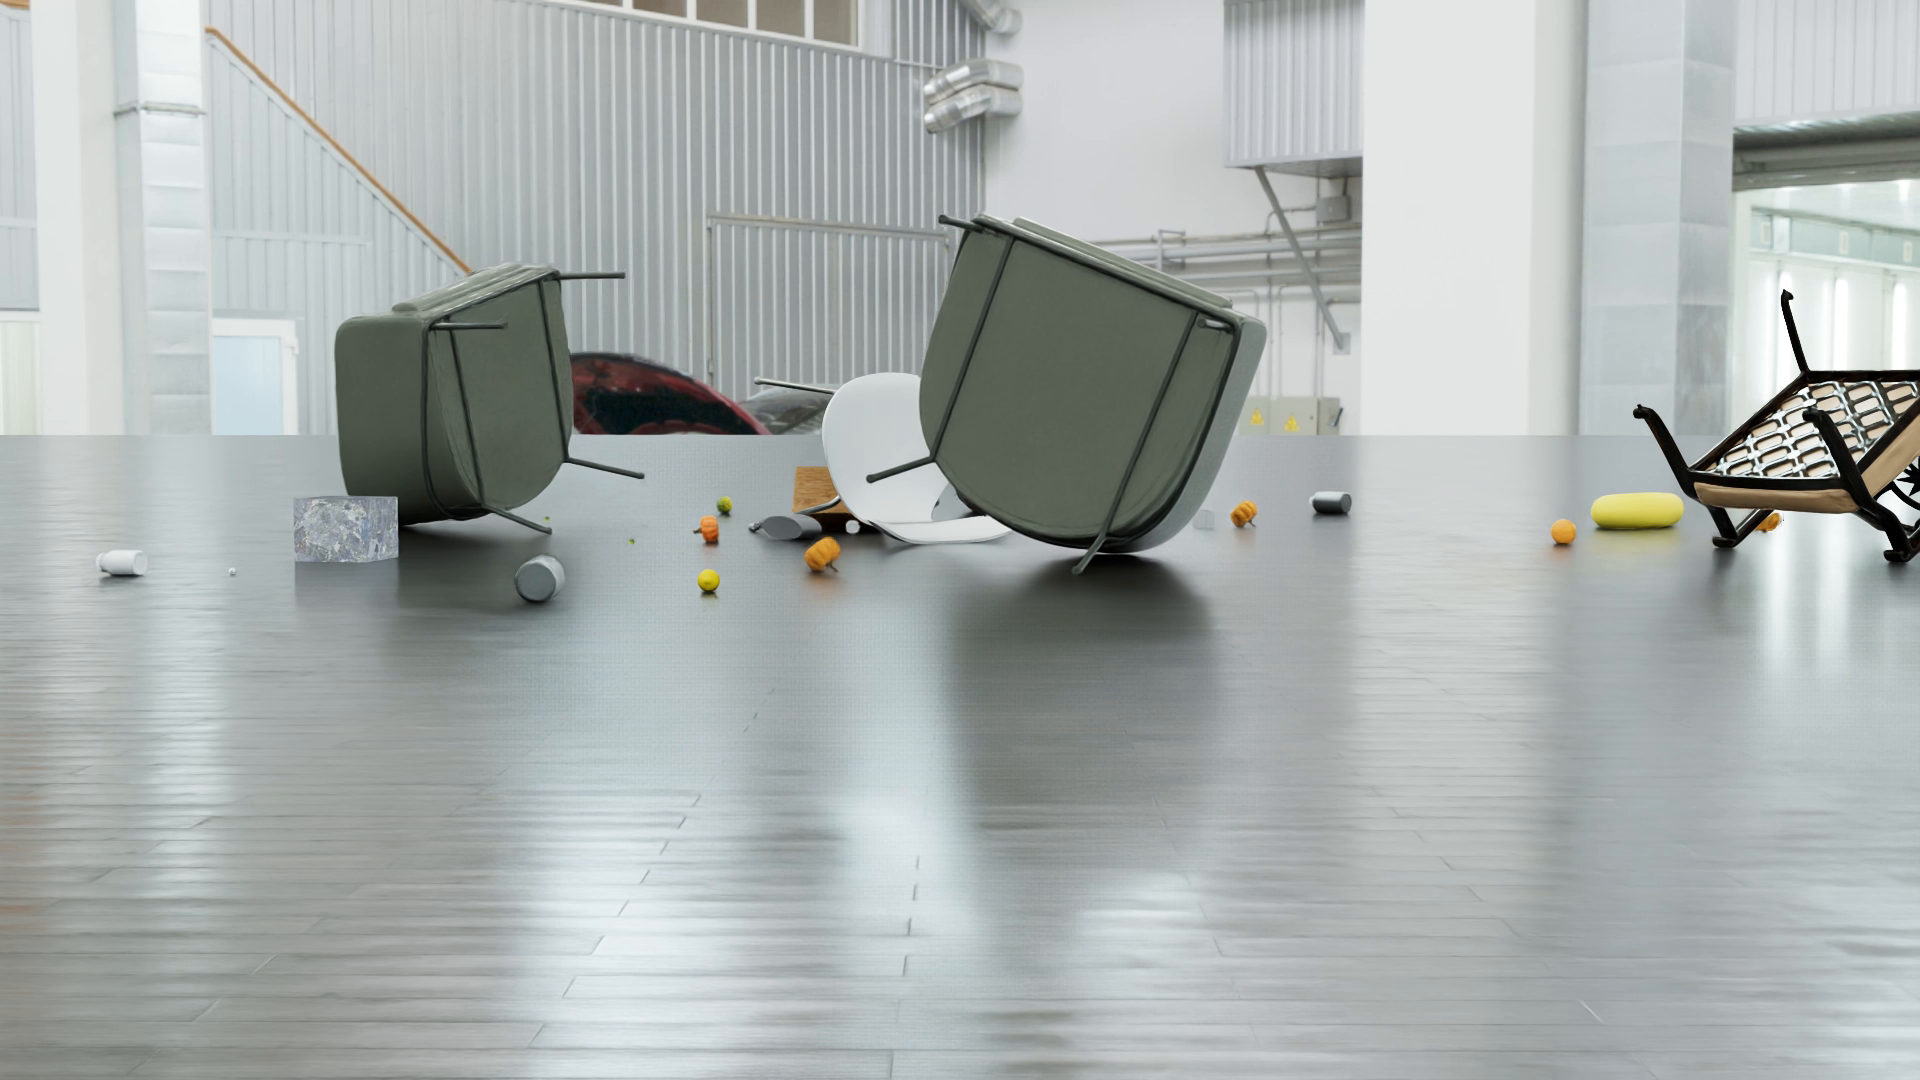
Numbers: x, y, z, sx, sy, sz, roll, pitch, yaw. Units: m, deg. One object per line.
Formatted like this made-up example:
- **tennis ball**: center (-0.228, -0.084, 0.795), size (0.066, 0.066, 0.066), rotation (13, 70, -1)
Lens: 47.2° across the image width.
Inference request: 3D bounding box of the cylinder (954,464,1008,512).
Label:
- **cylinder**: center (0.077, -0.190, 8.018), size (0.200, 0.168, 0.123), rotation (33, 3, -2)

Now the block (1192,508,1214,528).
- **block**: center (0.788, -0.070, 7.125), size (0.037, 0.059, 0.059), rotation (-3, 5, -34)

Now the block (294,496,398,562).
- **block**: center (-1.618, -0.030, 5.802), size (0.200, 0.162, 0.193), rotation (1, 4, 10)

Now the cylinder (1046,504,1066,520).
- **cylinder**: center (0.332, -0.098, 7.593), size (0.055, 0.051, 0.086), rotation (1, 4, 15)

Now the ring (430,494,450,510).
- **ring**: center (-1.952, -0.142, 8.261), size (0.069, 0.050, 0.088), rotation (2, 5, 3)

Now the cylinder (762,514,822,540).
- **cylinder**: center (-0.504, -0.039, 6.598), size (0.164, 0.070, 0.086), rotation (9, 9, 38)

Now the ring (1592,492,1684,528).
- **ring**: center (2.221, -0.096, 7.206), size (0.405, 0.105, 0.235), rotation (-4, 5, -41)

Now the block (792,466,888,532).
- **block**: center (-0.378, -0.130, 6.968), size (0.284, 0.175, 0.104), rotation (0, -33, 3)
